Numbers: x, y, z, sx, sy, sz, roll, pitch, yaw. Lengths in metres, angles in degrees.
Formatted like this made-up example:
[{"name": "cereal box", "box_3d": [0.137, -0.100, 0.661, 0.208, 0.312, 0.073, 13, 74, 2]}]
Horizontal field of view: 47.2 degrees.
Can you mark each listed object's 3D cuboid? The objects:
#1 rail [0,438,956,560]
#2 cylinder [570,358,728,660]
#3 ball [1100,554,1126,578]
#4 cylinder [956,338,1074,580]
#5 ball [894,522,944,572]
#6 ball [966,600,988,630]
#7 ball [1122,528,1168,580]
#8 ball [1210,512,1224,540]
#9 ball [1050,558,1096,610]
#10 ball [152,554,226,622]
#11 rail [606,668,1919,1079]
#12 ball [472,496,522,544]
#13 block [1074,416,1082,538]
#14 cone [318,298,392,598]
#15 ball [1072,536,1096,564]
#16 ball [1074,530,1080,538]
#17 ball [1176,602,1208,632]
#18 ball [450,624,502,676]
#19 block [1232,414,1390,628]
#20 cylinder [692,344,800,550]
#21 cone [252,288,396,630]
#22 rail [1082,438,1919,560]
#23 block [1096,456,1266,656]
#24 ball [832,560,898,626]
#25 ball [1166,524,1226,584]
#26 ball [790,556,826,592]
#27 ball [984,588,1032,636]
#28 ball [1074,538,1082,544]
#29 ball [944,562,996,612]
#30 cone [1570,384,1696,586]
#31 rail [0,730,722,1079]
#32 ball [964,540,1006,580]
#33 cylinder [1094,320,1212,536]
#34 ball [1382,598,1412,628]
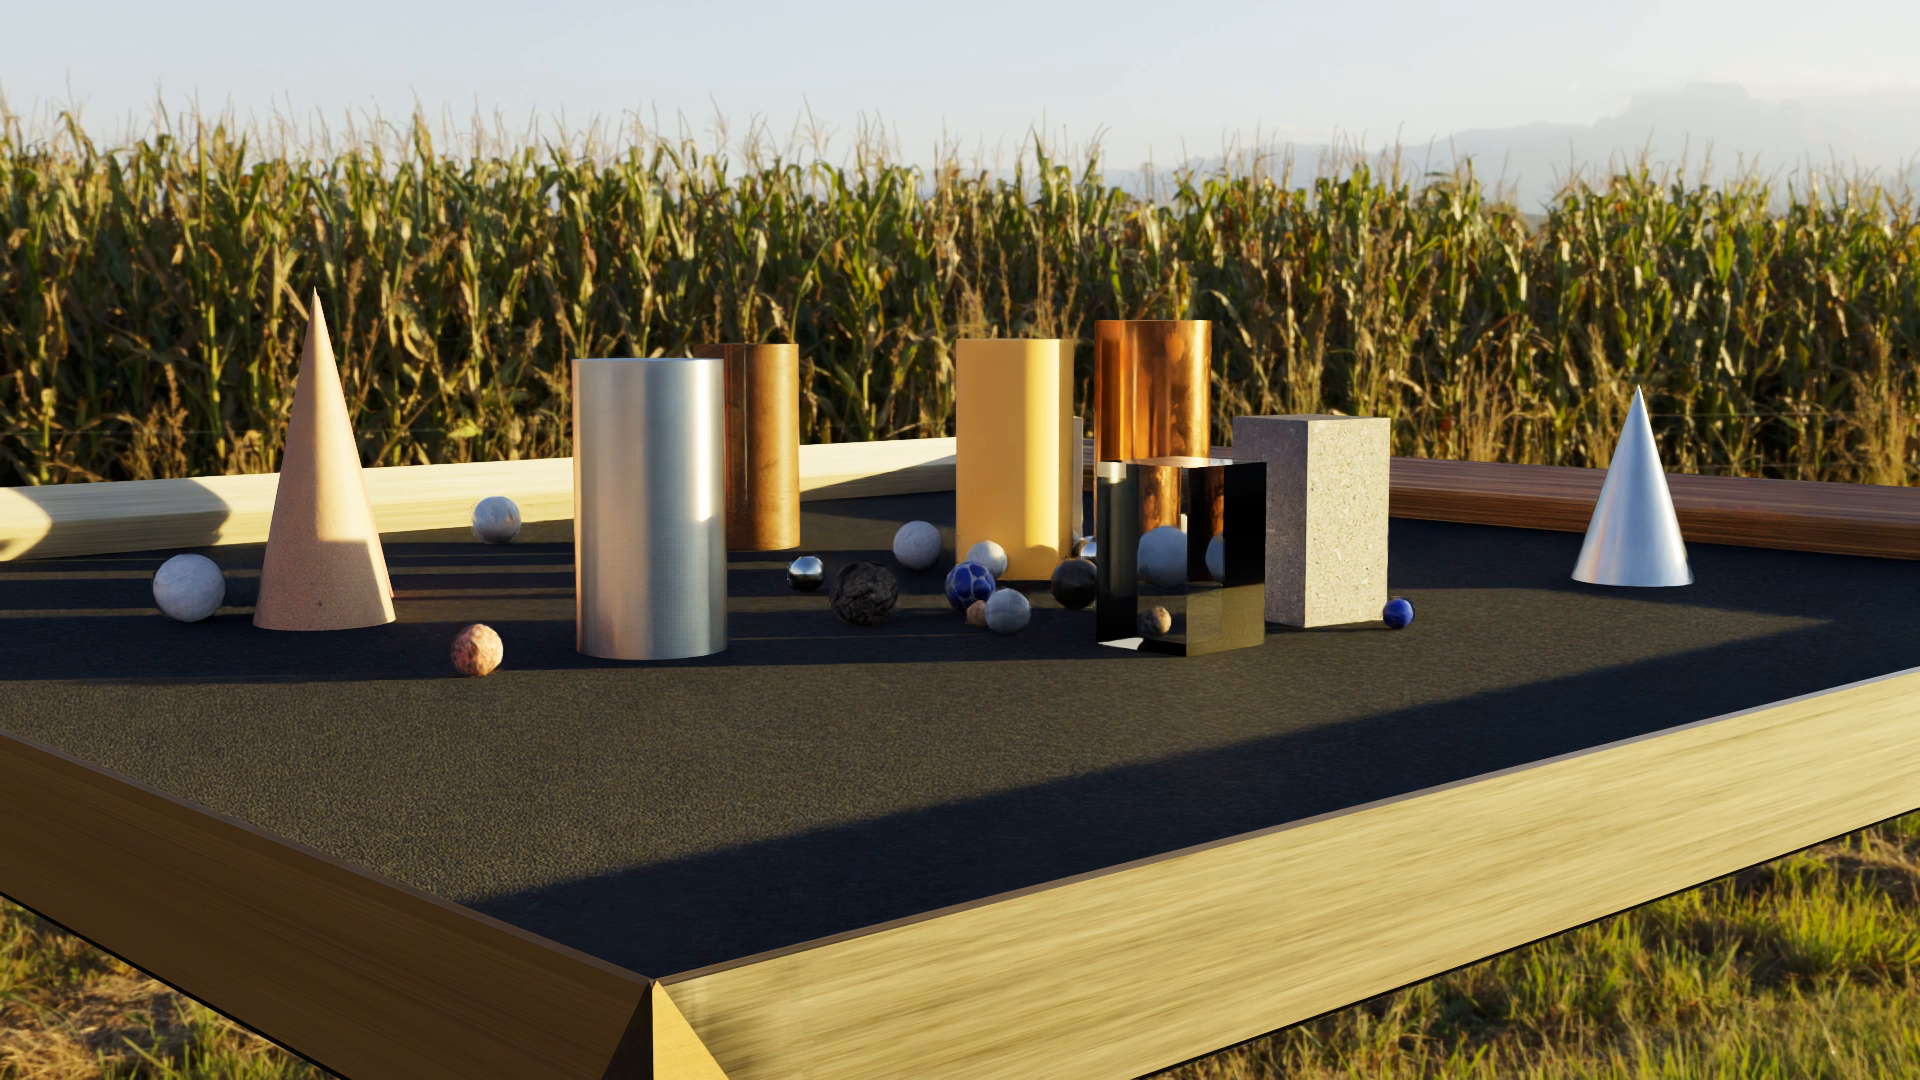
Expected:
[{"name": "rail", "box_3d": [-1.067, -0.086, 4.482, 3.339, 0.129, 0.045, -5, 8, -42]}, {"name": "cylinder", "box_3d": [-0.408, -0.046, 2.895, 0.199, 0.381, 0.199, 0, 6, 0]}, {"name": "ball", "box_3d": [0.255, 0.044, 3.669, 0.040, 0.040, 0.040, 0, 6, 0]}, {"name": "cylinder", "box_3d": [0.093, -0.140, 3.719, 0.199, 0.397, 0.199, 0, 6, 0]}, {"name": "ball", "box_3d": [-0.071, 0.010, 3.773, 0.086, 0.086, 0.086, 0, 6, 0]}, {"name": "ball", "box_3d": [0.029, 0.105, 3.083, 0.040, 0.040, 0.040, 0, 6, 0]}, {"name": "ball", "box_3d": [0.310, 0.024, 3.644, 0.086, 0.086, 0.086, 0, 6, 0]}, {"name": "ball", "box_3d": [0.430, -0.011, 3.951, 0.092, 0.092, 0.092, 0, 6, 0]}, {"name": "ball", "box_3d": [0.175, 0.065, 3.288, 0.078, 0.078, 0.078, 0, 6, 0]}, {"name": "ball", "box_3d": [-1.106, 0.068, 3.157, 0.099, 0.099, 0.099, 0, 6, 0]}, {"name": "rail", "box_3d": [1.067, 0.153, 2.182, 3.339, 0.129, 0.045, -5, 8, -42]}, {"name": "ball", "box_3d": [-0.887, -0.039, 4.209, 0.094, 0.094, 0.094, 0, 6, 0]}, {"name": "block", "box_3d": [0.129, -0.102, 4.046, 0.159, 0.252, 0.159, -1, 6, -10]}, {"name": "cone", "box_3d": [-0.986, -0.143, 3.402, 0.199, 0.469, 0.199, 0, 6, 0]}, {"name": "ball", "box_3d": [0.222, 0.027, 3.707, 0.067, 0.067, 0.067, 0, 6, 0]}, {"name": "ball", "box_3d": [0.189, 0.006, 3.957, 0.057, 0.057, 0.057, 0, 6, 0]}, {"name": "ball", "box_3d": [0.323, 0.107, 3.063, 0.042, 0.042, 0.042, 0, 6, 0]}, {"name": "ball", "box_3d": [-0.592, 0.135, 2.691, 0.063, 0.063, 0.063, 0, 6, 0]}, {"name": "block", "box_3d": [0.508, -0.033, 3.196, 0.159, 0.291, 0.159, -4, 7, -34]}, {"name": "cylinder", "box_3d": [-0.405, -0.180, 4.174, 0.199, 0.382, 0.199, 0, 6, 0]}, {"name": "cone", "box_3d": [-0.916, -0.122, 3.146, 0.199, 0.479, 0.199, 0, 6, 0]}, {"name": "rail", "box_3d": [1.210, -0.082, 4.442, 0.045, 0.129, 3.193, -5, 8, -42]}, {"name": "block", "box_3d": [0.295, 0.018, 2.937, 0.159, 0.245, 0.159, -6, 8, -43]}, {"name": "ball", "box_3d": [-0.136, 0.075, 3.116, 0.094, 0.094, 0.094, 0, 6, 0]}, {"name": "ball", "box_3d": [0.385, 0.023, 3.590, 0.099, 0.099, 0.099, 0, 6, 0]}, {"name": "ball", "box_3d": [-0.242, 0.054, 3.494, 0.058, 0.058, 0.058, 0, 6, 0]}, {"name": "ball", "box_3d": [0.066, 0.099, 3.025, 0.064, 0.064, 0.064, 0, 6, 0]}, {"name": "ball", "box_3d": [0.202, 0.023, 3.800, 0.056, 0.056, 0.056, 0, 6, 0]}, {"name": "ball", "box_3d": [0.015, 0.070, 3.249, 0.075, 0.075, 0.075, 0, 6, 0]}, {"name": "cone", "box_3d": [1.120, -0.097, 3.646, 0.199, 0.325, 0.199, 0, 6, 0]}, {"name": "rail", "box_3d": [-1.210, 0.149, 2.222, 0.045, 0.129, 3.193, -5, 8, -42]}, {"name": "ball", "box_3d": [0.042, 0.035, 3.613, 0.069, 0.069, 0.069, 0, 6, 0]}, {"name": "cylinder", "box_3d": [0.329, -0.161, 3.767, 0.199, 0.428, 0.199, 0, 6, 0]}, {"name": "ball", "box_3d": [0.614, 0.103, 3.088, 0.043, 0.043, 0.043, 0, 6, 0]}]
